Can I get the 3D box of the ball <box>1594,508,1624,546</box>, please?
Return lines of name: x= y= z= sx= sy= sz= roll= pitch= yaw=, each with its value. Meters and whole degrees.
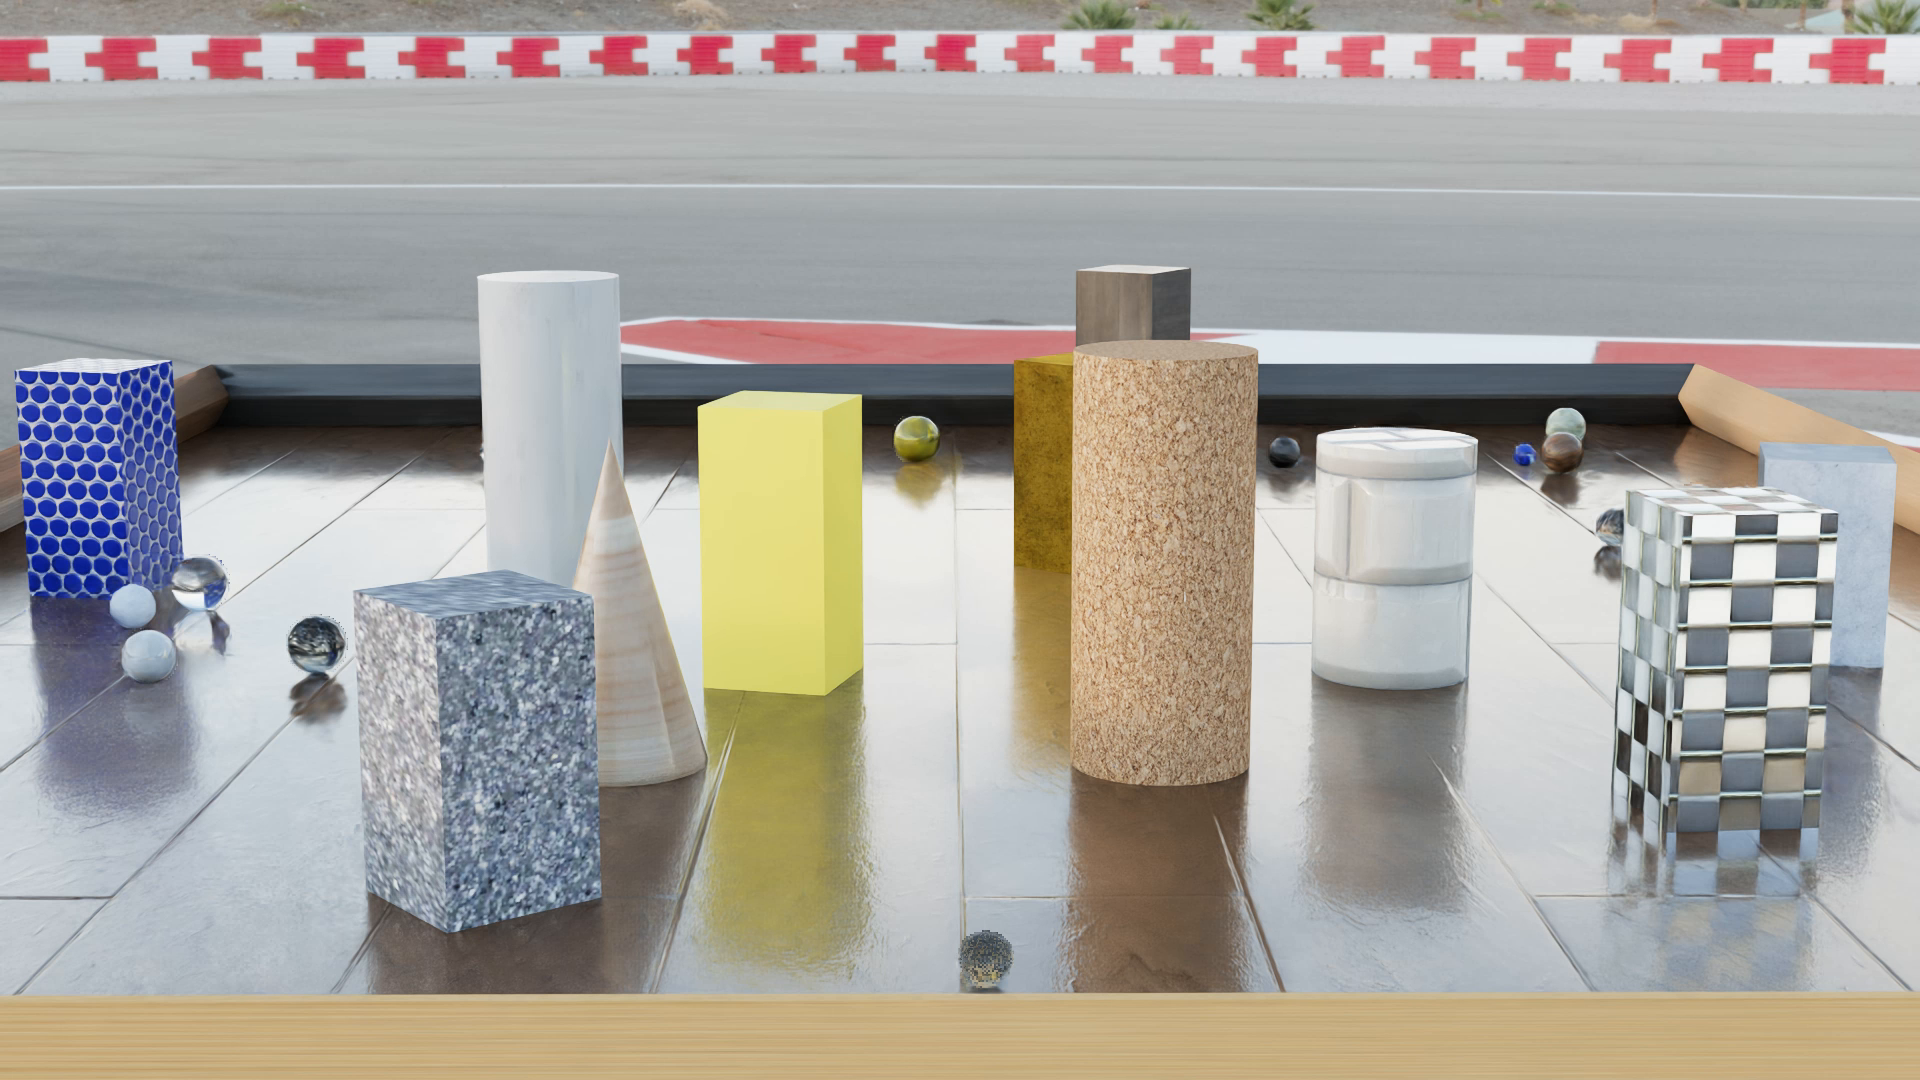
ball: x=0.998 y=-0.020 z=3.912 sx=0.057 sy=0.057 sz=0.057 roll=0 pitch=11 yaw=0

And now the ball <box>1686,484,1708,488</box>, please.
ball: x=1.170 y=-0.055 z=4.074 sx=0.067 sy=0.067 sz=0.067 roll=0 pitch=11 yaw=0

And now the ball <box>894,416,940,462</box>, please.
ball: x=-0.079 y=-0.186 z=4.720 sx=0.086 sy=0.086 sz=0.086 roll=0 pitch=11 yaw=0

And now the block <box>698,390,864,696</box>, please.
block: x=-0.210 y=0.000 z=3.048 sx=0.151 sy=0.334 sz=0.151 roll=3 pitch=11 yaw=15

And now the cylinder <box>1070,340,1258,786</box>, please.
cylinder: x=0.211 y=0.019 z=2.668 sx=0.189 sy=0.436 sz=0.189 roll=0 pitch=11 yaw=0

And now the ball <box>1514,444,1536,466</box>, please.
ball: x=1.030 y=-0.155 z=4.682 sx=0.041 sy=0.041 sz=0.041 roll=0 pitch=11 yaw=0

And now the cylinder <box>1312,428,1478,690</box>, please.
cylinder: x=0.521 y=0.019 z=3.082 sx=0.189 sy=0.284 sz=0.189 roll=0 pitch=11 yaw=0

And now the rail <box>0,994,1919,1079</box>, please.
rail: x=0.010 y=0.355 z=1.715 sx=3.008 sy=0.123 sz=0.045 roll=0 pitch=11 yaw=0

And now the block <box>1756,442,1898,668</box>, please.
block: x=1.070 y=0.016 z=3.191 sx=0.151 sy=0.251 sz=0.151 roll=3 pitch=11 yaw=14

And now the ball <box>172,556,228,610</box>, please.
ball: x=-1.022 y=0.058 z=3.449 sx=0.073 sy=0.073 sz=0.073 roll=0 pitch=11 yaw=0

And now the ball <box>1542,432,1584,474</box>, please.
ball: x=1.080 y=-0.157 z=4.599 sx=0.074 sy=0.074 sz=0.074 roll=0 pitch=11 yaw=0

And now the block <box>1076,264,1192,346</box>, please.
block: x=0.309 y=-0.303 z=4.592 sx=0.151 sy=0.364 sz=0.151 roll=6 pitch=12 yaw=31

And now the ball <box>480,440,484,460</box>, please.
ball: x=-0.850 y=-0.164 z=4.692 sx=0.055 sy=0.055 sz=0.055 roll=0 pitch=11 yaw=0

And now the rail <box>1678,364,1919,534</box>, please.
rail: x=1.480 y=0.030 z=3.458 sx=0.045 sy=0.123 sz=3.576 roll=0 pitch=11 yaw=0

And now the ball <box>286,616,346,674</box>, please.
ball: x=-0.777 y=0.127 z=3.094 sx=0.068 sy=0.068 sz=0.068 roll=0 pitch=11 yaw=0

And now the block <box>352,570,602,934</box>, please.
block: x=-0.423 y=0.180 z=2.252 sx=0.151 sy=0.272 sz=0.151 roll=-8 pitch=14 yaw=-38

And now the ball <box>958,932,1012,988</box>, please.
ball: x=0.020 y=0.335 z=2.046 sx=0.043 sy=0.043 sz=0.043 roll=0 pitch=11 yaw=0

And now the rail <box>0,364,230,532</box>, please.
rail: x=-1.480 y=0.033 z=3.441 sx=0.045 sy=0.123 sz=3.576 roll=0 pitch=11 yaw=0

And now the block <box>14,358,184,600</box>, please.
block: x=-1.196 y=-0.087 z=3.574 sx=0.151 sy=0.313 sz=0.151 roll=2 pitch=11 yaw=12

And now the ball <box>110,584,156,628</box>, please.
ball: x=-1.076 y=0.087 z=3.337 sx=0.058 sy=0.058 sz=0.058 roll=0 pitch=11 yaw=0

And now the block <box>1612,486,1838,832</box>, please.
block: x=0.744 y=0.114 z=2.510 sx=0.151 sy=0.308 sz=0.151 roll=-1 pitch=11 yaw=-6

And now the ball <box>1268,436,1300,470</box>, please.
ball: x=0.587 y=-0.158 z=4.646 sx=0.058 sy=0.058 sz=0.058 roll=0 pitch=11 yaw=0

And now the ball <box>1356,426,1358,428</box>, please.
ball: x=0.737 y=-0.180 z=4.761 sx=0.060 sy=0.060 sz=0.060 roll=0 pitch=11 yaw=0

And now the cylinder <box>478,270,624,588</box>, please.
cylinder: x=-0.554 y=-0.138 z=3.497 sx=0.189 sy=0.442 sz=0.189 roll=0 pitch=11 yaw=0

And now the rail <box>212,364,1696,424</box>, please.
rail: x=-0.010 y=-0.292 z=5.184 sx=3.008 sy=0.123 sz=0.045 roll=0 pitch=11 yaw=0

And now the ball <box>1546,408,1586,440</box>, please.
ball: x=1.160 y=-0.216 z=4.914 sx=0.076 sy=0.076 sz=0.076 roll=0 pitch=11 yaw=0

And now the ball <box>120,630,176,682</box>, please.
ball: x=-0.963 y=0.138 z=3.046 sx=0.063 sy=0.063 sz=0.063 roll=0 pitch=11 yaw=0

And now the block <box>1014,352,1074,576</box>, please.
block: x=0.185 y=-0.113 z=3.739 sx=0.151 sy=0.302 sz=0.151 roll=9 pitch=14 yaw=40

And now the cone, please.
cone: x=-0.360 y=0.064 z=2.672 sx=0.189 sy=0.346 sz=0.189 roll=0 pitch=11 yaw=0
